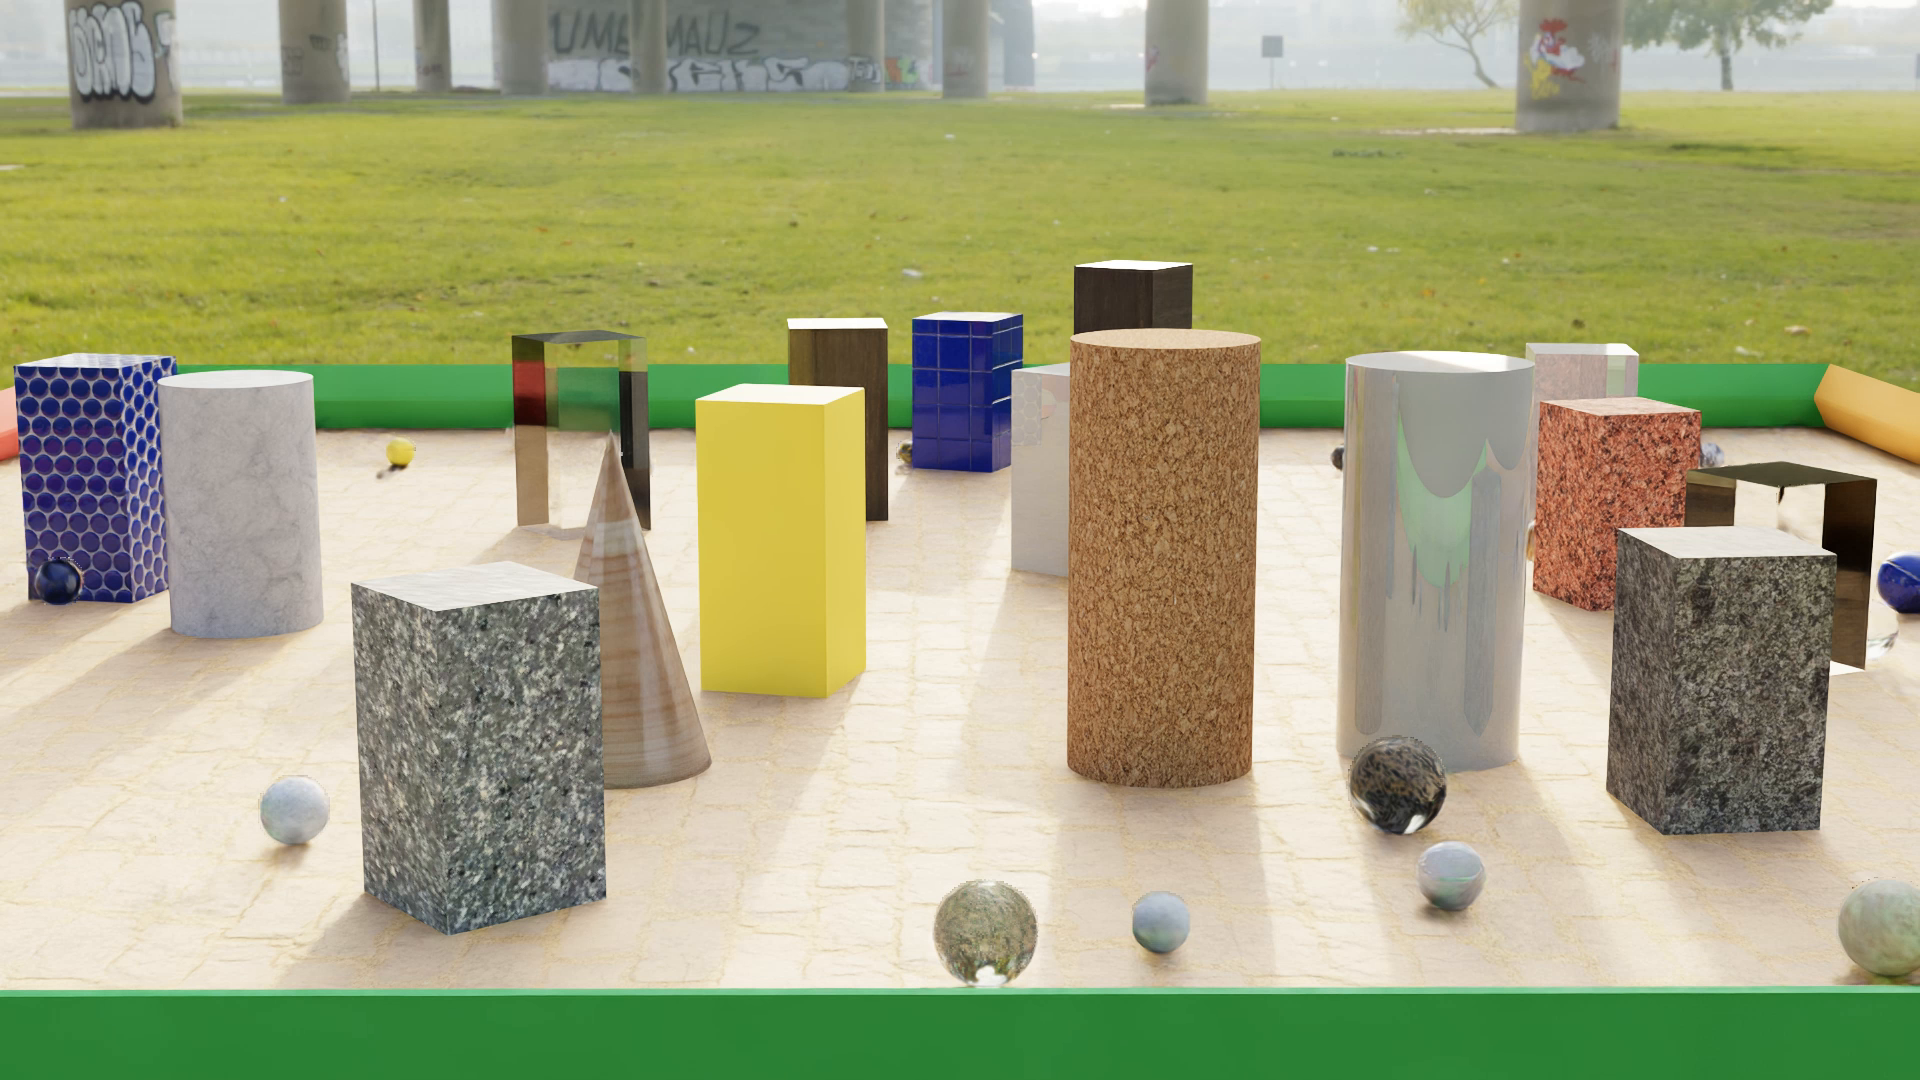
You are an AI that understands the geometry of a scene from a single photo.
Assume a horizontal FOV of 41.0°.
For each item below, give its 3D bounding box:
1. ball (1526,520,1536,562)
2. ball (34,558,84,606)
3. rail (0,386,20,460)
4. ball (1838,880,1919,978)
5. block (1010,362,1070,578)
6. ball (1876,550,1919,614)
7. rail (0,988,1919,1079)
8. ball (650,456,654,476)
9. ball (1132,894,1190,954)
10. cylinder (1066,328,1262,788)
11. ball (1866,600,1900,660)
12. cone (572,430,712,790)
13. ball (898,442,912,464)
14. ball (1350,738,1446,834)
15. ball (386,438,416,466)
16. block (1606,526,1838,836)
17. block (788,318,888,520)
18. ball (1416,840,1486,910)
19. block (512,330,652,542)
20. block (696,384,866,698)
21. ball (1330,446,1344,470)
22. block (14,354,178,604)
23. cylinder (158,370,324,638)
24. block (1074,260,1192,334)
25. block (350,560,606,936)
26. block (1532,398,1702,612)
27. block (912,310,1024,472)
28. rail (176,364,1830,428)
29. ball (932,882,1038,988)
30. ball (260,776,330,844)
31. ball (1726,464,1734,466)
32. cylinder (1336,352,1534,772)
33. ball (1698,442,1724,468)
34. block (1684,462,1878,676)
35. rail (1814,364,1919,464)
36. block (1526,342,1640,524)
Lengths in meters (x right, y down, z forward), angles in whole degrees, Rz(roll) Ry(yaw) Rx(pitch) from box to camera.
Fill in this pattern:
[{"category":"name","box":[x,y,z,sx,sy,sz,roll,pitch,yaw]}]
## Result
[{"category":"ball","box":[0.859,0.003,3.771,0.069,0.069,0.069,0,11,0]},{"category":"ball","box":[-1.227,0.057,3.493,0.064,0.064,0.064,0,11,0]},{"category":"rail","box":[-1.752,0.034,3.439,0.045,0.127,3.568,0,11,0]},{"category":"ball","box":[0.751,0.314,2.073,0.078,0.078,0.078,0,11,0]},{"category":"block","box":[0.185,-0.104,3.739,0.156,0.291,0.156,9,14,40]},{"category":"ball","box":[1.272,0.057,3.437,0.086,0.086,0.086,0,11,0]},{"category":"rail","box":[0.010,0.354,1.718,3.552,0.127,0.045,0,11,0]},{"category":"ball","box":[-0.569,-0.129,4.506,0.061,0.061,0.061,0,11,0]},{"category":"ball","box":[0.167,0.318,2.129,0.049,0.049,0.049,0,11,0]},{"category":"cylinder","box":[0.210,0.014,2.668,0.195,0.449,0.195,0,11,0]},{"category":"ball","box":[1.118,0.111,3.161,0.073,0.073,0.073,0,11,0]},{"category":"cone","box":[-0.359,0.060,2.673,0.195,0.357,0.195,0,11,0]},{"category":"ball","box":[-0.092,-0.160,4.726,0.042,0.042,0.042,0,11,0]},{"category":"ball","box":[0.419,0.236,2.456,0.092,0.092,0.092,0,11,0]},{"category":"ball","box":[-1.025,-0.161,4.700,0.053,0.053,0.053,0,11,0]},{"category":"block","box":[0.742,0.134,2.515,0.156,0.270,0.156,-1,11,-6]},{"category":"block","box":[-0.200,-0.198,4.188,0.156,0.312,0.156,-1,11,-5]},{"category":"ball","box":[0.428,0.293,2.236,0.060,0.060,0.060,0,11,0]},{"category":"block","box":[-0.597,-0.168,4.048,0.156,0.306,0.156,-7,13,-35]},{"category":"block","box":[-0.210,-0.003,3.048,0.156,0.344,0.156,3,11,15]},{"category":"ball","box":[0.696,-0.149,4.650,0.047,0.047,0.047,0,11,0]},{"category":"block","box":[-1.193,-0.089,3.573,0.156,0.323,0.156,2,11,12]},{"category":"cylinder","box":[-0.941,-0.050,3.361,0.195,0.324,0.195,0,11,0]},{"category":"block","box":[0.309,-0.304,4.589,0.156,0.375,0.156,6,12,31]},{"category":"block","box":[-0.422,0.177,2.254,0.156,0.281,0.156,-8,13,-38]},{"category":"block","box":[0.901,-0.052,3.529,0.156,0.266,0.156,-3,11,-16]},{"category":"block","box":[0.015,-0.274,4.705,0.156,0.273,0.156,4,11,21]},{"category":"rail","box":[-0.010,-0.288,5.180,3.552,0.127,0.045,0,11,0]},{"category":"ball","box":[0.020,0.315,2.048,0.084,0.084,0.084,0,11,0]},{"category":"ball","box":[-0.629,0.256,2.423,0.064,0.064,0.064,0,11,0]},{"category":"ball","box":[1.285,-0.091,4.281,0.069,0.069,0.069,0,11,0]},{"category":"cylinder","box":[0.503,0.019,2.728,0.195,0.419,0.195,0,11,0]},{"category":"ball","box":[1.355,-0.149,4.639,0.052,0.052,0.052,0,11,0]},{"category":"block","box":[0.996,0.036,3.135,0.156,0.236,0.156,-5,12,-26]},{"category":"rail","box":[1.752,0.031,3.459,0.045,0.127,3.568,0,11,0]},{"category":"block","box":[0.975,-0.159,4.050,0.156,0.286,0.156,1,11,7]}]
